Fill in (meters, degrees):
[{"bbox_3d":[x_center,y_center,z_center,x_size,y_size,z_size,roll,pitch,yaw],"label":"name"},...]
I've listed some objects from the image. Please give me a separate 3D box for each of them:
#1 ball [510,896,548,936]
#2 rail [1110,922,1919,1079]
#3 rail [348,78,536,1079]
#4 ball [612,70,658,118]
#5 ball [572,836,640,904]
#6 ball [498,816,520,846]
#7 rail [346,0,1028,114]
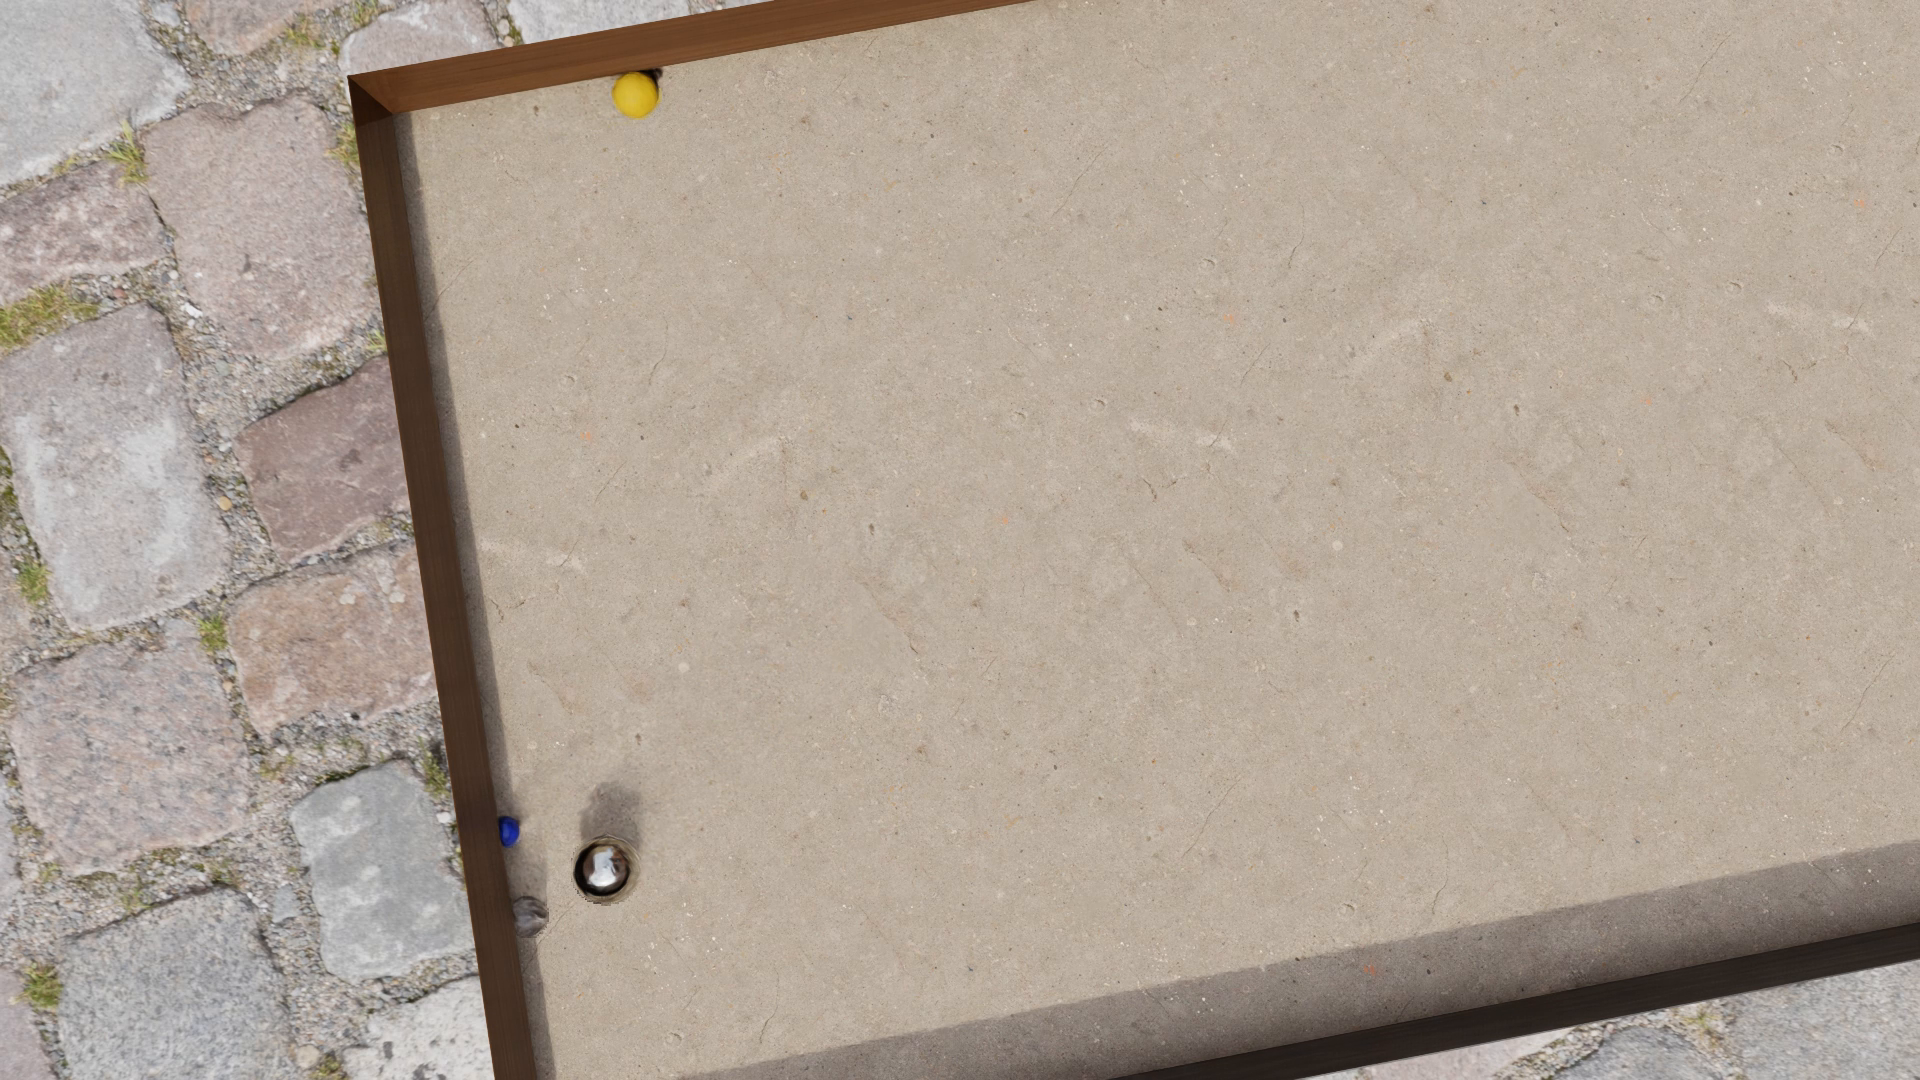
[{"bbox_3d":[-0.629,0.547,3.193,0.058,0.058,0.058,0,80,0],"label":"ball"},{"bbox_3d":[0.920,0.656,3.138,3.122,0.127,0.045,-10,80,-2],"label":"rail"},{"bbox_3d":[-0.744,0.132,3.231,0.045,0.127,1.708,-10,80,-2],"label":"rail"},{"bbox_3d":[-0.503,-0.690,3.406,0.072,0.072,0.072,0,80,0],"label":"ball"},{"bbox_3d":[-0.512,0.477,3.185,0.098,0.098,0.098,0,80,0],"label":"ball"},{"bbox_3d":[-0.666,0.427,3.222,0.044,0.044,0.044,0,80,0],"label":"ball"},{"bbox_3d":[0.613,-0.951,3.423,3.122,0.127,0.045,-10,80,-2],"label":"rail"}]
